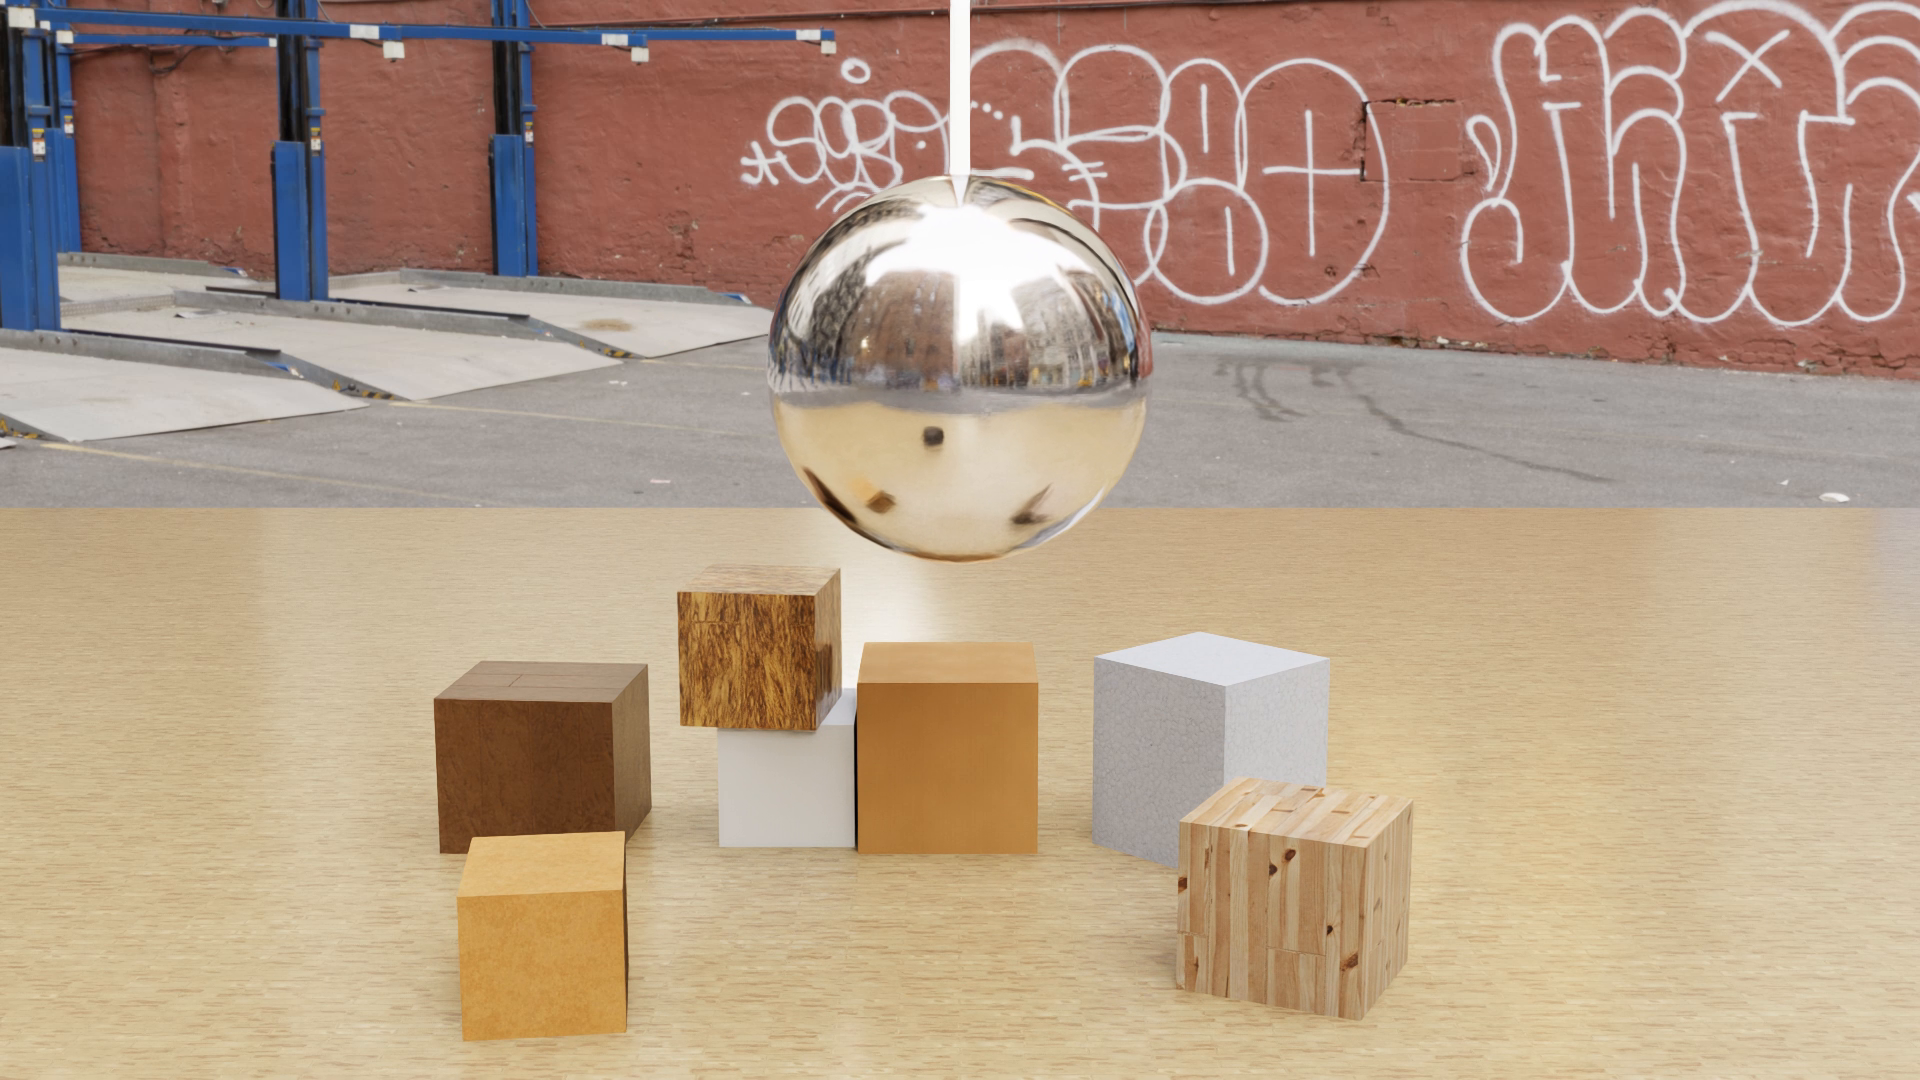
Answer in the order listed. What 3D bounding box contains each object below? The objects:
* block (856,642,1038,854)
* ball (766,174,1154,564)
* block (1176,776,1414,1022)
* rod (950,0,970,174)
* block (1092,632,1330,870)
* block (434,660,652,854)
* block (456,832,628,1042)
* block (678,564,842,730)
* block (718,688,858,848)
[{"bbox_3d":[-0.061,1.054,11.320,0.893,0.877,0.890,0,10,0],"label":"block"},{"bbox_3d":[0.000,-0.700,9.074,1.600,1.600,1.600,0,10,0],"label":"ball"},{"bbox_3d":[1.422,1.494,9.307,0.791,0.731,0.732,5,11,26],"label":"block"},{"bbox_3d":[0.000,-4.062,9.584,0.080,5.200,0.080,0,-9,0],"label":"rod"},{"bbox_3d":[1.253,1.061,11.023,0.813,0.969,0.841,-10,14,-43],"label":"block"},{"bbox_3d":[-2.117,1.106,11.264,0.892,0.794,0.817,1,10,4],"label":"block"},{"bbox_3d":[-1.696,1.611,9.035,0.639,0.597,0.753,-1,10,-8],"label":"block"},{"bbox_3d":[-1.004,0.533,11.174,0.686,0.682,0.714,1,11,7],"label":"block"},{"bbox_3d":[-0.870,1.166,11.381,0.681,0.635,0.755,0,10,0],"label":"block"}]
